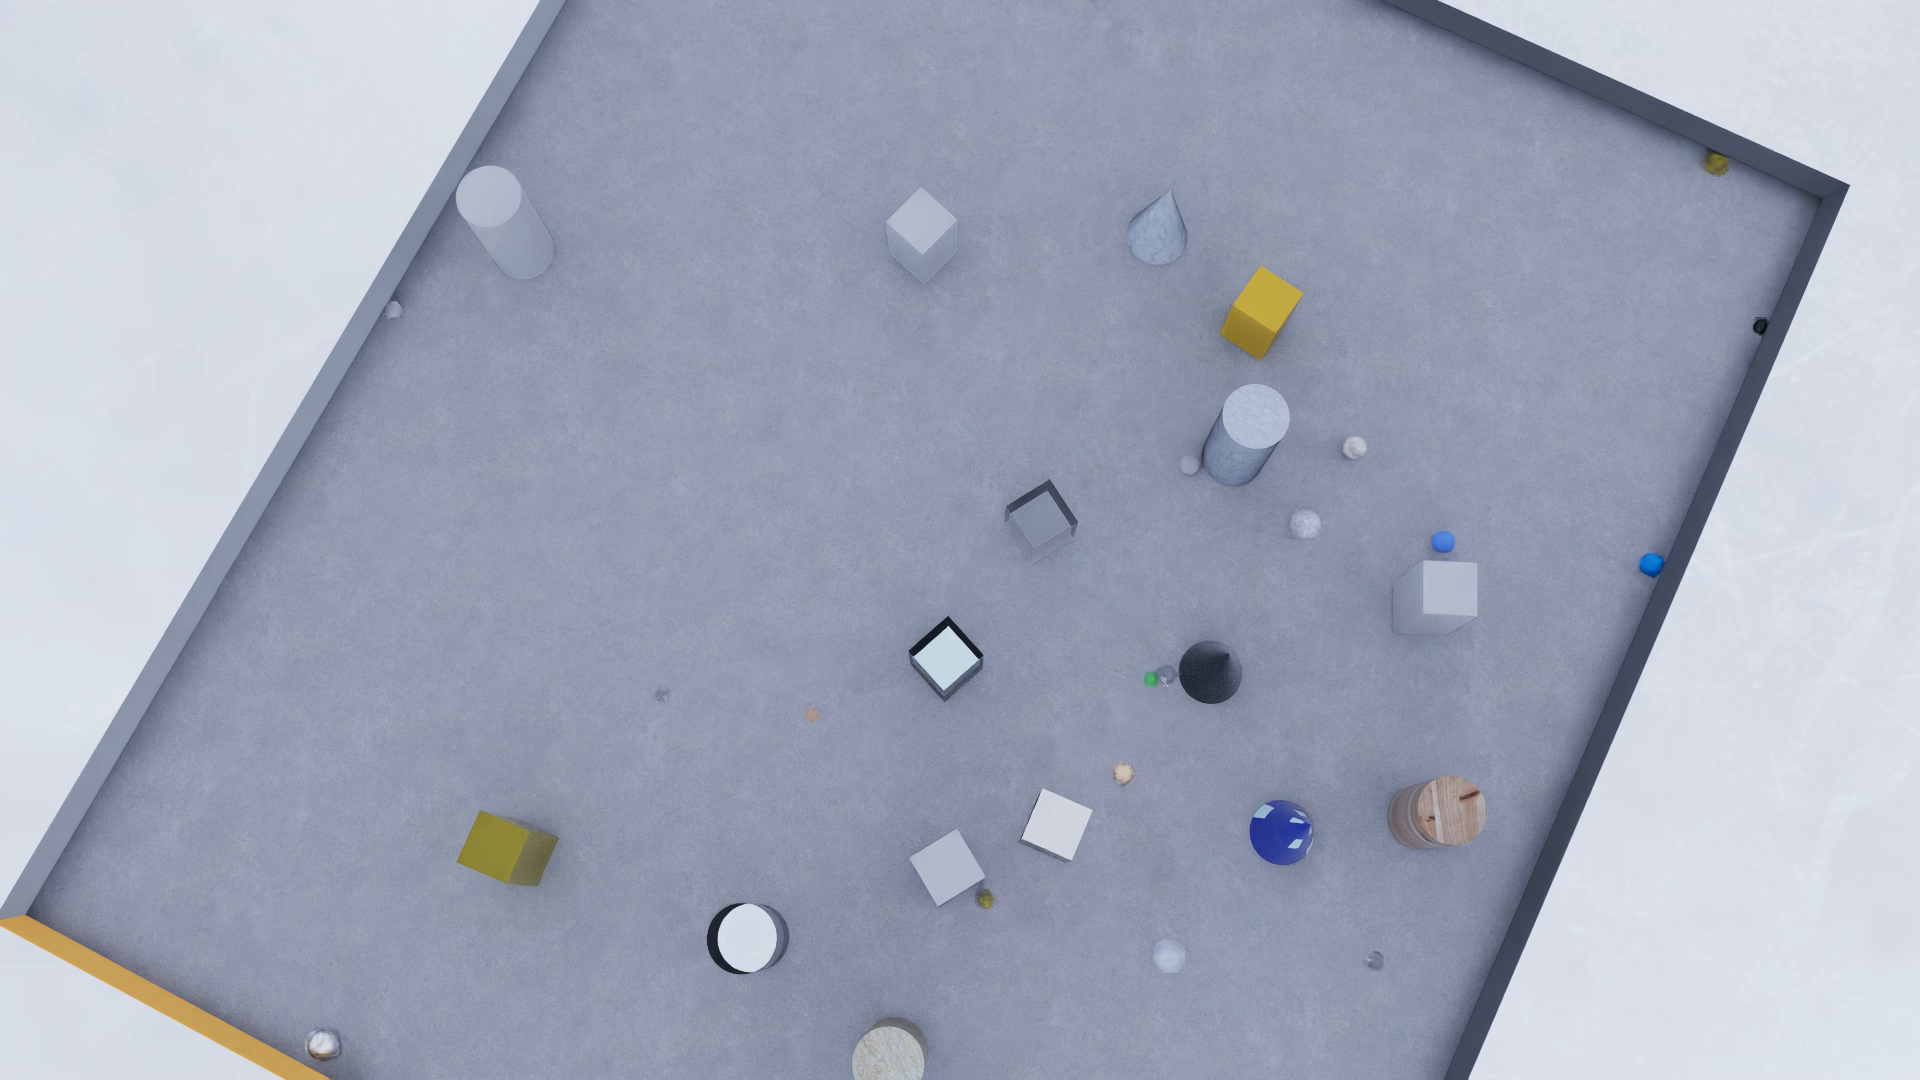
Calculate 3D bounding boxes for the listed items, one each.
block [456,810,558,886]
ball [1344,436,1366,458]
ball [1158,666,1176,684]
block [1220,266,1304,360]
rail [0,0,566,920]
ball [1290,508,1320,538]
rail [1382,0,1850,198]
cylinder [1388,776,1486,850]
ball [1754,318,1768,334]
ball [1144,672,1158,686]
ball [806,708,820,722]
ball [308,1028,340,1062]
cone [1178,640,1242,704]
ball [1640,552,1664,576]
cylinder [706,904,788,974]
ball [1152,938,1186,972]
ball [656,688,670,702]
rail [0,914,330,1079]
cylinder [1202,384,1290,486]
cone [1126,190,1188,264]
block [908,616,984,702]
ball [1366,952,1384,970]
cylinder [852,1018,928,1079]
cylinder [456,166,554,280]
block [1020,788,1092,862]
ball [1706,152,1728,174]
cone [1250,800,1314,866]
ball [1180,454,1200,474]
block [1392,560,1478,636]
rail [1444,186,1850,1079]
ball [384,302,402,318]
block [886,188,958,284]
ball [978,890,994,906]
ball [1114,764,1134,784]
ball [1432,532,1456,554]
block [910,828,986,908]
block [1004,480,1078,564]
[{"bbox_3d":[-1.288,0.885,5.242,0.153,0.375,0.153,22,79,4],"label":"block"},{"bbox_3d":[1.214,-0.285,5.640,0.069,0.069,0.069,0,78,0],"label":"ball"},{"bbox_3d":[0.621,0.405,5.503,0.058,0.058,0.058,0,78,0],"label":"ball"},{"bbox_3d":[0.922,-0.692,5.619,0.153,0.276,0.153,35,80,7],"label":"block"},{"bbox_3d":[-1.752,-0.851,5.728,0.045,0.125,4.501,26,80,5],"label":"rail"},{"bbox_3d":[1.050,-0.049,5.581,0.090,0.090,0.090,0,78,0],"label":"ball"},{"bbox_3d":[0.996,-1.944,5.954,3.965,0.125,0.045,26,80,5],"label":"rail"},{"bbox_3d":[1.366,0.787,5.264,0.192,0.371,0.192,0,78,0],"label":"cylinder"},{"bbox_3d":[2.508,-0.667,5.729,0.049,0.049,0.049,0,78,0],"label":"ball"},{"bbox_3d":[0.573,0.417,5.509,0.042,0.042,0.042,0,78,0],"label":"ball"},{"bbox_3d":[-0.441,0.524,5.486,0.043,0.043,0.043,0,78,0],"label":"ball"},{"bbox_3d":[-1.829,1.451,5.270,0.091,0.091,0.091,0,78,0],"label":"ball"},{"bbox_3d":[0.756,0.359,5.340,0.192,0.396,0.192,0,78,0],"label":"cone"},{"bbox_3d":[2.101,0.075,5.564,0.072,0.072,0.072,0,78,0],"label":"ball"},{"bbox_3d":[-0.597,1.128,5.194,0.192,0.371,0.192,0,78,0],"label":"cylinder"},{"bbox_3d":[0.607,1.205,5.318,0.096,0.096,0.096,0,78,0],"label":"ball"},{"bbox_3d":[-0.893,0.466,5.499,0.042,0.042,0.042,0,78,0],"label":"ball"},{"bbox_3d":[-0.996,1.957,5.147,3.965,0.125,0.045,26,80,5],"label":"rail"},{"bbox_3d":[0.843,-0.305,5.444,0.192,0.462,0.192,0,78,0],"label":"cylinder"},{"bbox_3d":[0.625,-1.003,5.629,0.192,0.383,0.192,0,78,0],"label":"cone"},{"bbox_3d":[-0.040,0.353,5.397,0.153,0.287,0.153,-41,81,-8],"label":"block"},{"bbox_3d":[1.208,1.224,5.336,0.053,0.053,0.053,0,78,0],"label":"ball"},{"bbox_3d":[-0.190,1.435,5.083,0.192,0.464,0.192,0,78,0],"label":"cylinder"},{"bbox_3d":[-1.381,-0.961,5.587,0.192,0.447,0.192,0,78,0],"label":"cylinder"},{"bbox_3d":[0.275,0.830,5.311,0.153,0.262,0.153,23,79,5],"label":"block"},{"bbox_3d":[2.407,-1.196,5.829,0.068,0.068,0.068,0,78,0],"label":"ball"},{"bbox_3d":[0.955,0.821,5.213,0.192,0.458,0.192,0,78,0],"label":"cone"},{"bbox_3d":[0.707,-0.232,5.632,0.064,0.064,0.064,0,78,0],"label":"ball"},{"bbox_3d":[1.394,0.174,5.391,0.153,0.371,0.153,3,78,1],"label":"block"},{"bbox_3d":[1.752,0.864,5.373,0.045,0.125,4.501,26,80,5],"label":"rail"},{"bbox_3d":[-1.774,-0.721,5.738,0.053,0.053,0.053,0,78,0],"label":"ball"},{"bbox_3d":[-0.116,-0.938,5.674,0.153,0.268,0.153,43,81,8],"label":"block"},{"bbox_3d":[0.076,1.051,5.373,0.050,0.050,0.050,0,78,0],"label":"ball"},{"bbox_3d":[0.486,0.696,5.442,0.060,0.060,0.060,0,78,0],"label":"ball"},{"bbox_3d":[1.473,0.007,5.580,0.069,0.069,0.069,0,78,0],"label":"ball"},{"bbox_3d":[-0.035,0.939,5.228,0.153,0.381,0.153,-31,80,-6],"label":"block"},{"bbox_3d":[0.242,-0.053,5.508,0.153,0.234,0.153,-32,80,-6],"label":"block"}]
